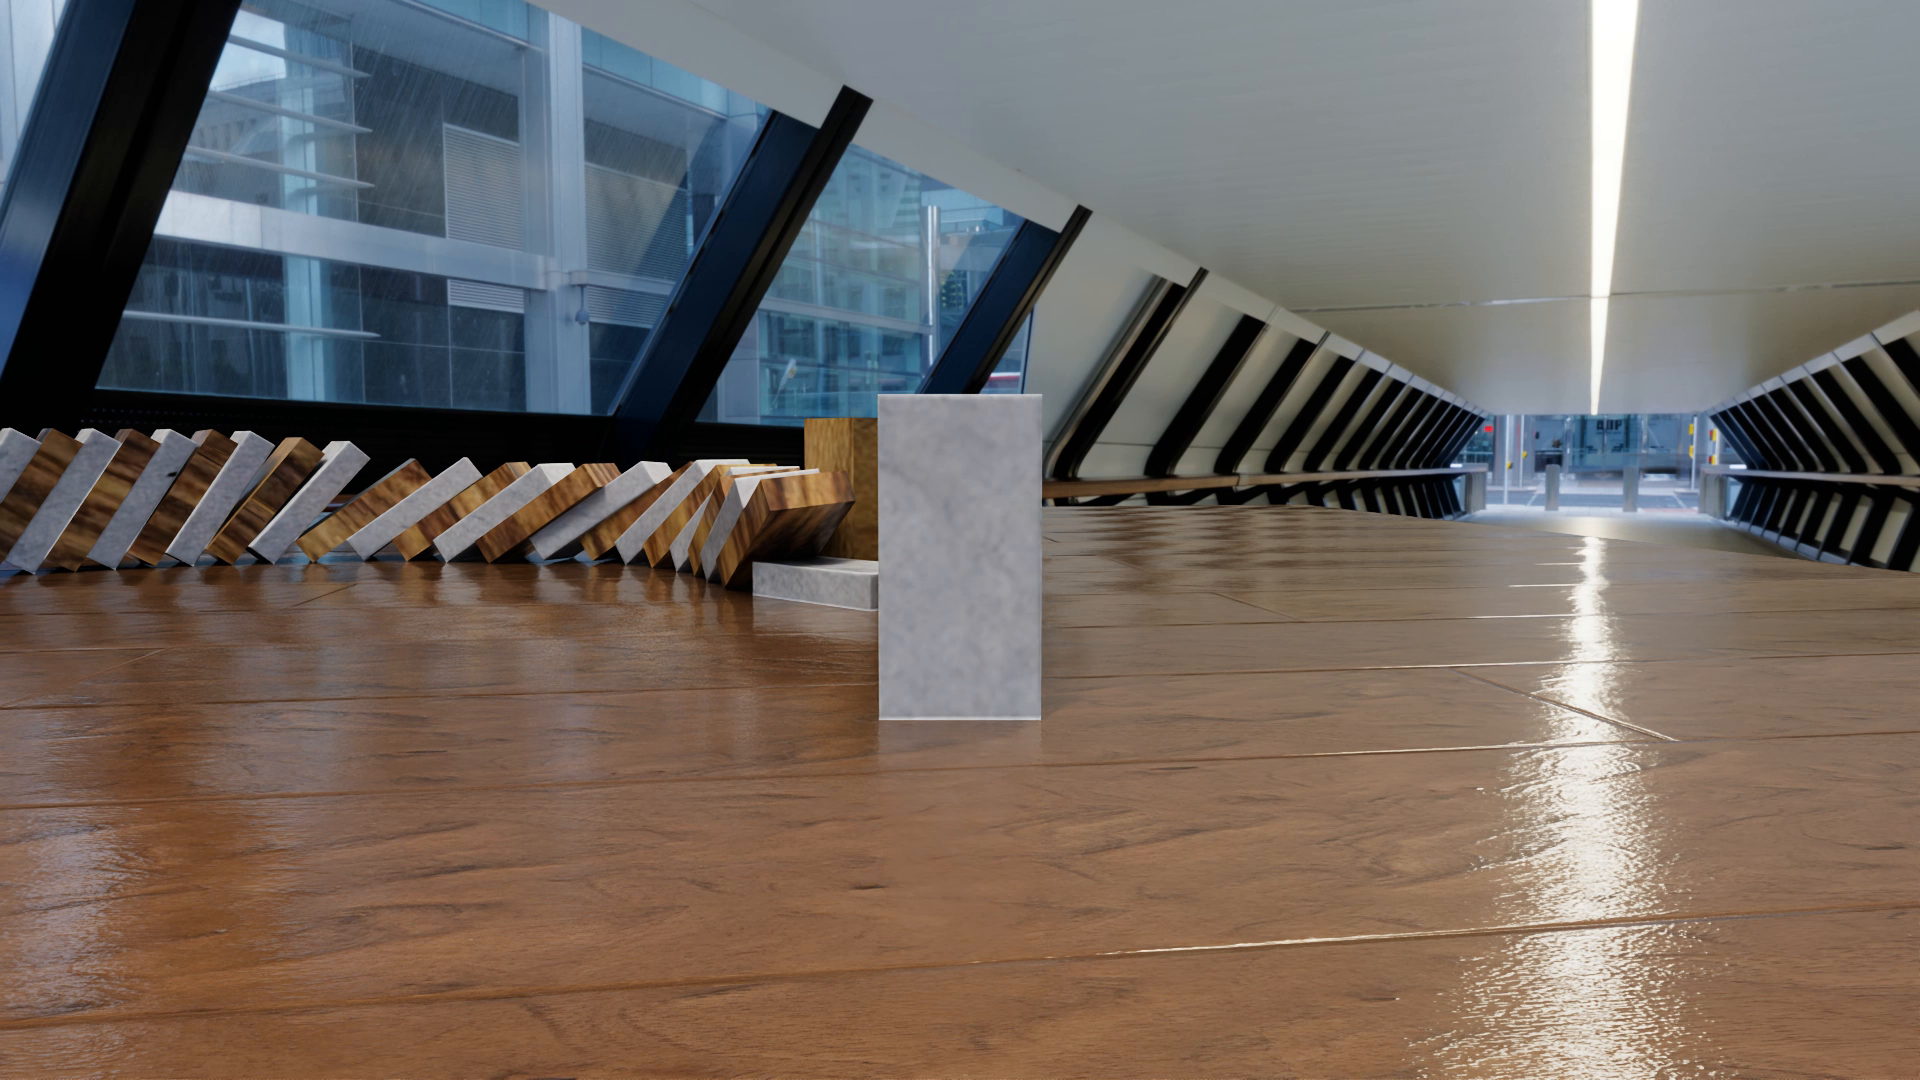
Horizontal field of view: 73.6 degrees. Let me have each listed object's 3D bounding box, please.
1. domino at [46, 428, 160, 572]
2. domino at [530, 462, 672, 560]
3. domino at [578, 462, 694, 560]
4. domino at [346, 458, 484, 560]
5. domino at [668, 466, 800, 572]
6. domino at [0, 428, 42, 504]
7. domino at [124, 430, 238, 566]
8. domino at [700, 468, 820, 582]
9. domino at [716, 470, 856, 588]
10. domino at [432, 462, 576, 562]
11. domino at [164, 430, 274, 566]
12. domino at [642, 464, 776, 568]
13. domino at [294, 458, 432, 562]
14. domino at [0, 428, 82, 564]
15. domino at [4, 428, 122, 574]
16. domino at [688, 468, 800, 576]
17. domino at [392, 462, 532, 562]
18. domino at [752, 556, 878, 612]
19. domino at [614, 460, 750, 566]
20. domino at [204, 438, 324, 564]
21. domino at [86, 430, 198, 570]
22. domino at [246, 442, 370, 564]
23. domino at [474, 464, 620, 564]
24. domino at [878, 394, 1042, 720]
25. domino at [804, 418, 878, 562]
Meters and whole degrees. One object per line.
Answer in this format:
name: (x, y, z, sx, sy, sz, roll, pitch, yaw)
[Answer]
domino: (-0.295, -0.014, 0.439, 0.025, 0.050, 0.010, 5, -25, 48)
domino: (-0.129, -0.011, 0.466, 0.050, 0.010, 0.025, -33, -3, 7)
domino: (-0.111, -0.011, 0.466, 0.050, 0.010, 0.025, -33, -3, 9)
domino: (-0.203, -0.012, 0.480, 0.050, 0.010, 0.025, -38, 14, -12)
domino: (-0.073, -0.007, 0.420, 0.025, 0.009, 0.050, -4, -28, -40)
domino: (-0.319, -0.012, 0.416, 0.025, 0.050, 0.010, 5, -25, 48)
domino: (-0.278, -0.015, 0.454, 0.025, 0.050, 0.010, 3, -28, 47)
domino: (-0.059, -0.004, 0.381, 0.025, 0.009, 0.050, -9, -22, -27)
domino: (-0.050, -0.002, 0.364, 0.025, 0.009, 0.050, -8, -22, -29)
domino: (-0.164, -0.010, 0.468, 0.050, 0.010, 0.025, -33, -2, 11)
domino: (-0.267, -0.015, 0.460, 0.025, 0.050, 0.010, 5, -26, 49)
domino: (-0.084, -0.008, 0.436, 0.025, 0.010, 0.050, -5, -27, -48)
domino: (-0.222, -0.012, 0.477, 0.050, 0.009, 0.025, -40, 20, -19)
domino: (-0.311, -0.013, 0.424, 0.025, 0.050, 0.009, 5, -25, 48)
domino: (-0.304, -0.014, 0.432, 0.025, 0.050, 0.010, 5, -25, 48)
domino: (-0.067, -0.005, 0.399, 0.025, 0.009, 0.050, -9, -22, -27)
domino: (-0.183, -0.011, 0.477, 0.050, 0.010, 0.025, -34, 5, 1)
domino: (-0.032, 0.011, 0.352, 0.050, 0.010, 0.025, 4, 6, 44)
domino: (-0.096, -0.010, 0.450, 0.050, 0.010, 0.025, -39, -17, 29)
domino: (-0.254, -0.015, 0.466, 0.025, 0.050, 0.009, 5, -33, 50)
domino: (-0.287, -0.015, 0.447, 0.025, 0.050, 0.010, 5, -25, 48)
domino: (-0.241, -0.014, 0.471, 0.025, 0.050, 0.009, 5, -35, 50)
domino: (-0.147, -0.010, 0.464, 0.050, 0.009, 0.025, -33, -2, 10)
domino: (0.000, 0.002, 0.201, 0.025, 0.050, 0.010, 0, 4, 0)
domino: (-0.035, -0.011, 0.379, 0.009, 0.050, 0.025, -4, 6, -40)
